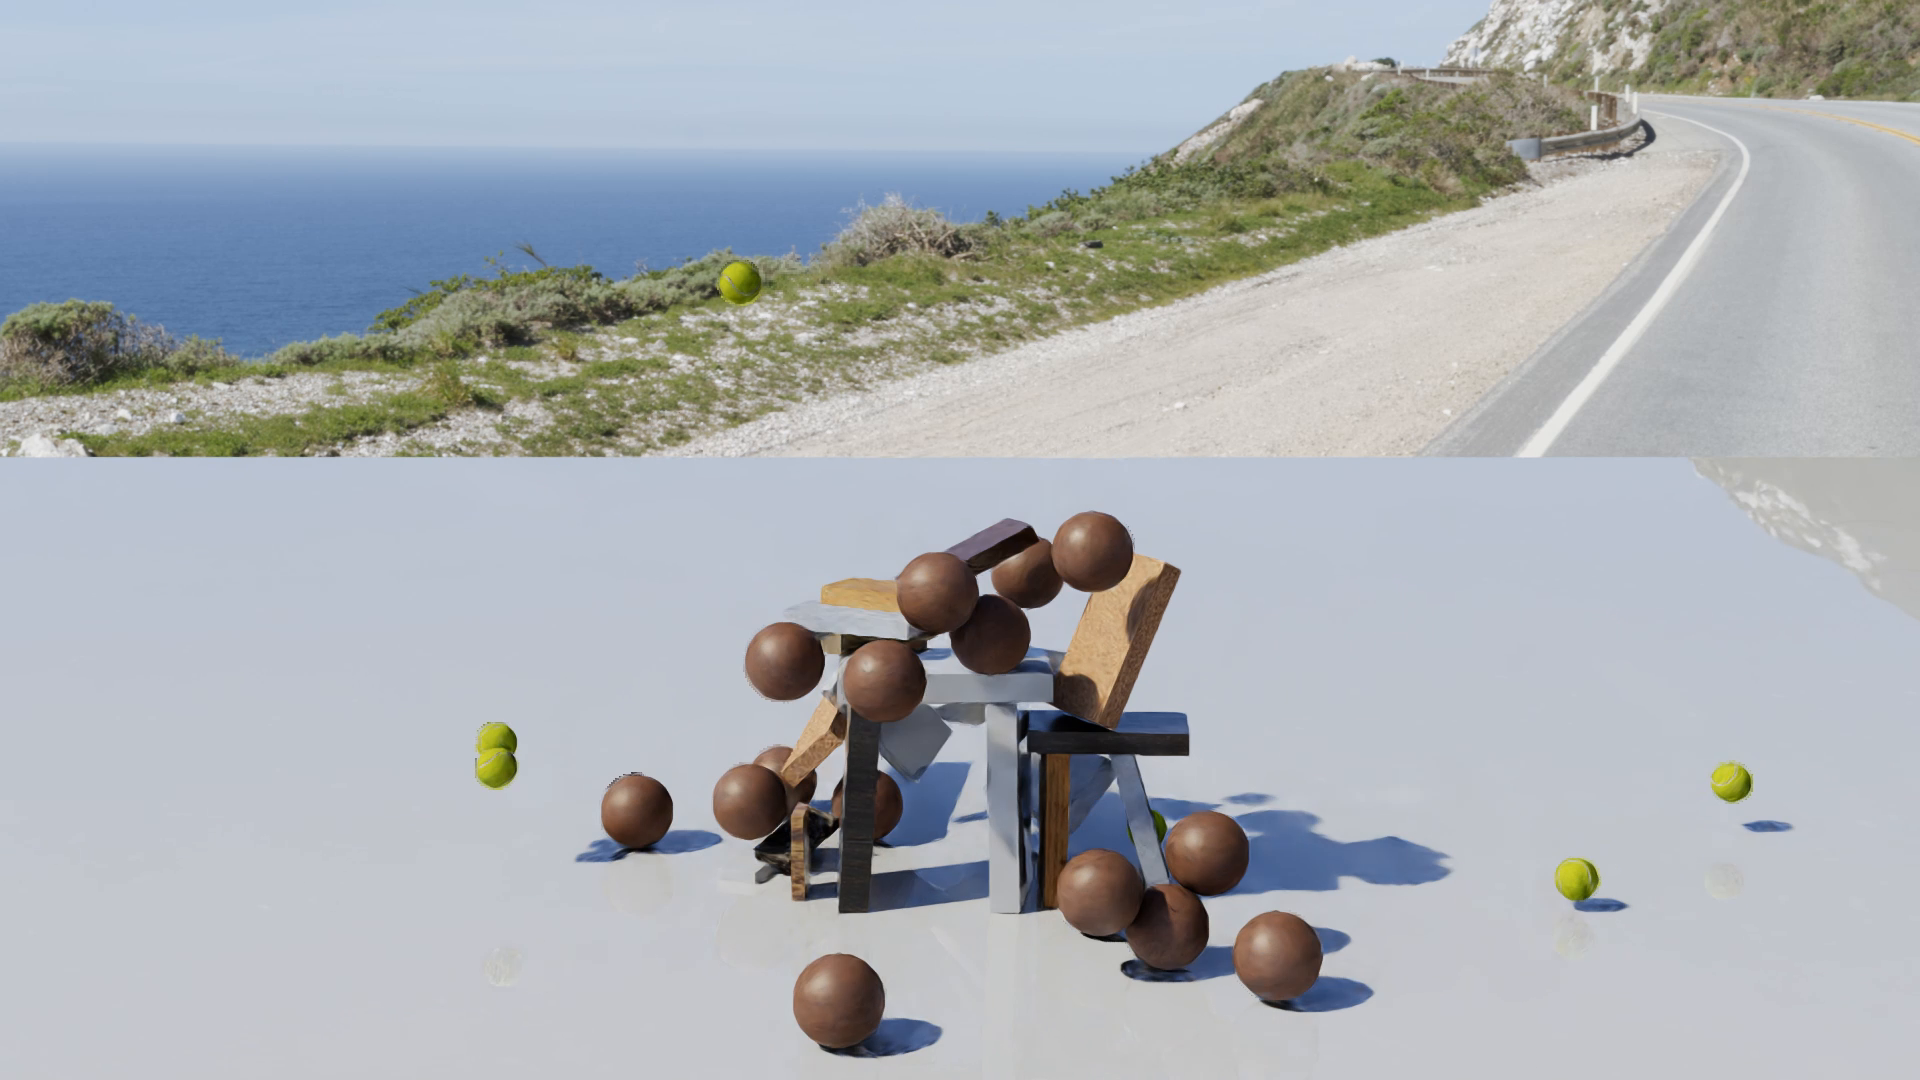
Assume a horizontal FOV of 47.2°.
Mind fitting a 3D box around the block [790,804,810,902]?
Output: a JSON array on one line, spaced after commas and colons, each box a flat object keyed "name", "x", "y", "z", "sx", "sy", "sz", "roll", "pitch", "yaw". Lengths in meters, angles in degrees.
[{"name": "block", "x": -0.265, "y": 0.518, "z": 3.655, "sx": 0.021, "sy": 0.146, "sz": 0.073, "roll": 1, "pitch": 11, "yaw": 4}]

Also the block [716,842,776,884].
[{"name": "block", "x": -0.356, "y": 0.557, "z": 3.791, "sx": 0.073, "sy": 0.021, "sz": 0.146, "roll": 4, "pitch": 11, "yaw": 19}]

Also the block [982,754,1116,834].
[{"name": "block", "x": 0.163, "y": 0.436, "z": 3.983, "sx": 0.141, "sy": 0.040, "sz": 0.283, "roll": -51, "pitch": 25, "yaw": -14}]

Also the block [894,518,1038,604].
[{"name": "block", "x": 0.010, "y": 0.033, "z": 3.620, "sx": 0.221, "sy": 0.031, "sz": 0.111, "roll": -28, "pitch": 16, "yaw": -14}]

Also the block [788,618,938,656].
[{"name": "block", "x": -0.165, "y": 0.158, "z": 3.756, "sx": 0.123, "sy": 0.035, "sz": 0.246, "roll": 5, "pitch": 8, "yaw": 40}]

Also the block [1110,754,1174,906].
[{"name": "block", "x": 0.299, "y": 0.460, "z": 3.652, "sx": 0.037, "sy": 0.261, "sz": 0.131, "roll": -16, "pitch": 10, "yaw": 4}]

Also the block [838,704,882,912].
[{"name": "block", "x": -0.167, "y": 0.420, "z": 3.631, "sx": 0.049, "sy": 0.346, "sz": 0.173, "roll": 3, "pitch": 10, "yaw": -4}]

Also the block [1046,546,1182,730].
[{"name": "block", "x": 0.251, "y": 0.160, "z": 3.607, "sx": 0.040, "sy": 0.283, "sz": 0.141, "roll": 26, "pitch": -5, "yaw": -36}]

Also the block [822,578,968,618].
[{"name": "block", "x": -0.111, "y": 0.096, "z": 3.722, "sx": 0.221, "sy": 0.031, "sz": 0.111, "roll": 5, "pitch": 9, "yaw": 25}]

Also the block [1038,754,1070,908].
[{"name": "block", "x": 0.155, "y": 0.462, "z": 3.642, "sx": 0.037, "sy": 0.261, "sz": 0.130, "roll": 0, "pitch": 11, "yaw": -3}]

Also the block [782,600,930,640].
[{"name": "block", "x": -0.173, "y": 0.133, "z": 3.672, "sx": 0.221, "sy": 0.031, "sz": 0.111, "roll": 4, "pitch": 8, "yaw": 18}]

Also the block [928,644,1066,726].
[{"name": "block", "x": 0.067, "y": 0.268, "z": 4.031, "sx": 0.141, "sy": 0.040, "sz": 0.283, "roll": 12, "pitch": -31, "yaw": -38}]

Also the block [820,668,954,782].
[{"name": "block", "x": -0.131, "y": 0.312, "z": 3.994, "sx": 0.035, "sy": 0.246, "sz": 0.123, "roll": -12, "pitch": 36, "yaw": 54}]

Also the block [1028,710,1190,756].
[{"name": "block", "x": 0.243, "y": 0.316, "z": 3.611, "sx": 0.261, "sy": 0.037, "sz": 0.131, "roll": 1, "pitch": 11, "yaw": 3}]

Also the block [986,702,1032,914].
[{"name": "block", "x": 0.082, "y": 0.421, "z": 3.628, "sx": 0.049, "sy": 0.346, "sz": 0.173, "roll": 0, "pitch": 10, "yaw": 9}]

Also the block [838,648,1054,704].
[{"name": "block", "x": -0.026, "y": 0.222, "z": 3.610, "sx": 0.346, "sy": 0.049, "sz": 0.173, "roll": 0, "pitch": 10, "yaw": -2}]

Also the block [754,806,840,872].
[{"name": "block", "x": -0.281, "y": 0.514, "z": 3.799, "sx": 0.073, "sy": 0.021, "sz": 0.146, "roll": 16, "pitch": 35, "yaw": 31}]

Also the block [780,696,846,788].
[{"name": "block", "x": -0.240, "y": 0.336, "z": 4.105, "sx": 0.123, "sy": 0.035, "sz": 0.474, "roll": -43, "pitch": 5, "yaw": 12}]
